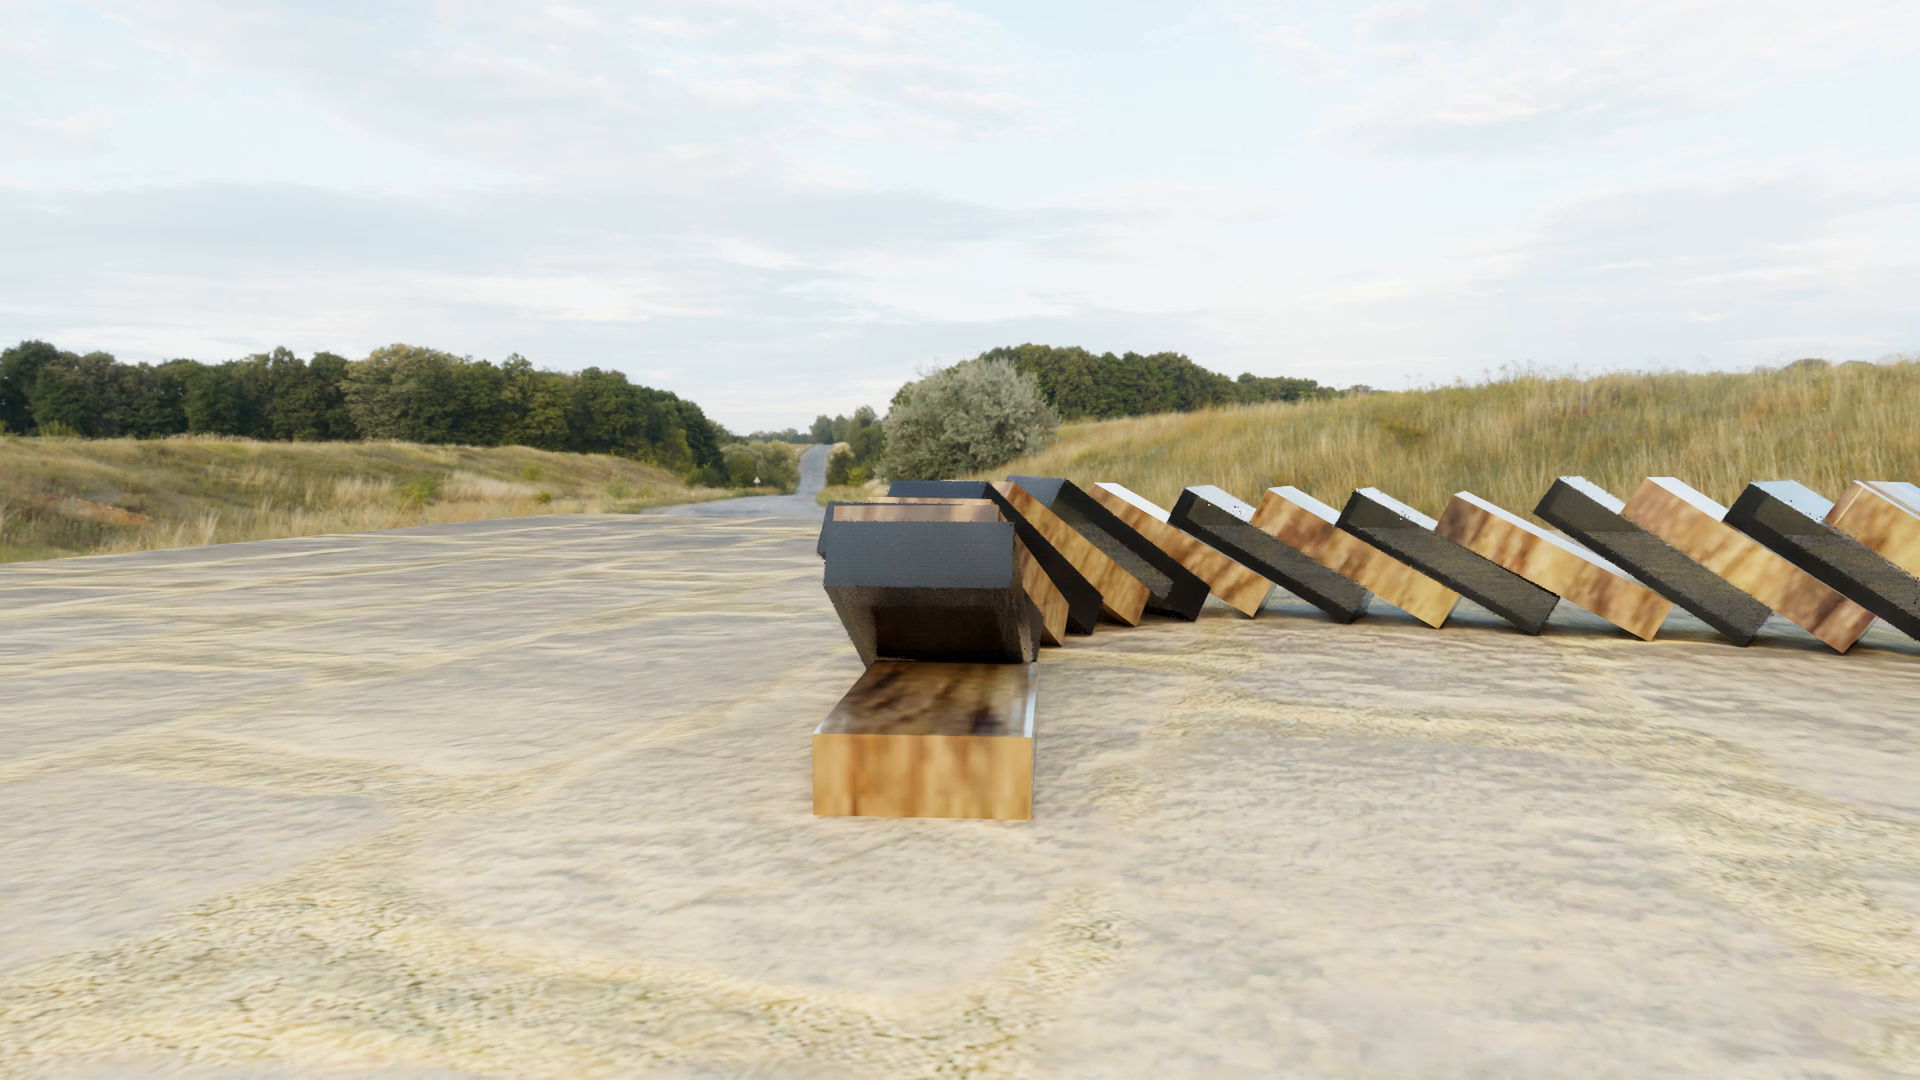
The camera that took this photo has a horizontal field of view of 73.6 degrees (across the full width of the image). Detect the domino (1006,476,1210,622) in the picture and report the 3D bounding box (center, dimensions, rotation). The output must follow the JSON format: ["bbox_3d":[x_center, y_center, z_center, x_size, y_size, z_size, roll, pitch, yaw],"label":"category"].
[{"bbox_3d":[0.034,0.002,0.307,0.050,0.009,0.025,34,-13,-27],"label":"domino"}]

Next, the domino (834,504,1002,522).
[{"bbox_3d":[-0.004,0.010,0.213,0.025,0.009,0.050,0,-26,8],"label":"domino"}]

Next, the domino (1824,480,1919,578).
[{"bbox_3d":[0.202,0.006,0.253,0.025,0.009,0.050,-1,35,-32],"label":"domino"}]

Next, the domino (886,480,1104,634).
[{"bbox_3d":[0.008,0.004,0.276,0.025,0.009,0.050,2,-28,39],"label":"domino"}]

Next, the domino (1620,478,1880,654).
[{"bbox_3d":[0.172,0.004,0.278,0.025,0.009,0.050,-3,38,-49],"label":"domino"}]

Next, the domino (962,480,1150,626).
[{"bbox_3d":[0.018,0.003,0.294,0.050,0.009,0.025,36,-19,-35],"label":"domino"}]

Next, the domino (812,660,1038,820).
[{"bbox_3d":[-0.002,0.025,0.171,0.025,0.009,0.050,0,4,4],"label":"domino"}]

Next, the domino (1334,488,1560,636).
[{"bbox_3d":[0.116,0.004,0.303,0.050,0.010,0.025,32,17,21],"label":"domino"}]

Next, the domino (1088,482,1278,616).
[{"bbox_3d":[0.056,0.002,0.327,0.050,0.009,0.025,31,12,16],"label":"domino"}]

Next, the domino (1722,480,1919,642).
[{"bbox_3d":[0.188,0.005,0.266,0.025,0.009,0.050,-3,37,-39],"label":"domino"}]

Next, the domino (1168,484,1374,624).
[{"bbox_3d":[0.079,0.003,0.322,0.050,0.009,0.025,32,17,21],"label":"domino"}]

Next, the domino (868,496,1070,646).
[{"bbox_3d":[0.002,0.007,0.255,0.025,0.009,0.050,2,-24,24],"label":"domino"}]

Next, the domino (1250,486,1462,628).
[{"bbox_3d":[0.098,0.003,0.313,0.050,0.009,0.025,32,17,22],"label":"domino"}]

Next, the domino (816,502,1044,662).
[{"bbox_3d":[-0.004,0.009,0.236,0.025,0.009,0.050,2,-24,22],"label":"domino"}]

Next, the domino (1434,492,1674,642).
[{"bbox_3d":[0.136,0.005,0.295,0.050,0.010,0.025,31,17,22],"label":"domino"}]

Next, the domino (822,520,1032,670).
[{"bbox_3d":[-0.003,0.012,0.193,0.025,0.010,0.050,0,-24,6],"label":"domino"}]

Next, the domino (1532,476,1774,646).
[{"bbox_3d":[0.156,0.003,0.288,0.050,0.009,0.025,40,25,27],"label":"domino"}]
